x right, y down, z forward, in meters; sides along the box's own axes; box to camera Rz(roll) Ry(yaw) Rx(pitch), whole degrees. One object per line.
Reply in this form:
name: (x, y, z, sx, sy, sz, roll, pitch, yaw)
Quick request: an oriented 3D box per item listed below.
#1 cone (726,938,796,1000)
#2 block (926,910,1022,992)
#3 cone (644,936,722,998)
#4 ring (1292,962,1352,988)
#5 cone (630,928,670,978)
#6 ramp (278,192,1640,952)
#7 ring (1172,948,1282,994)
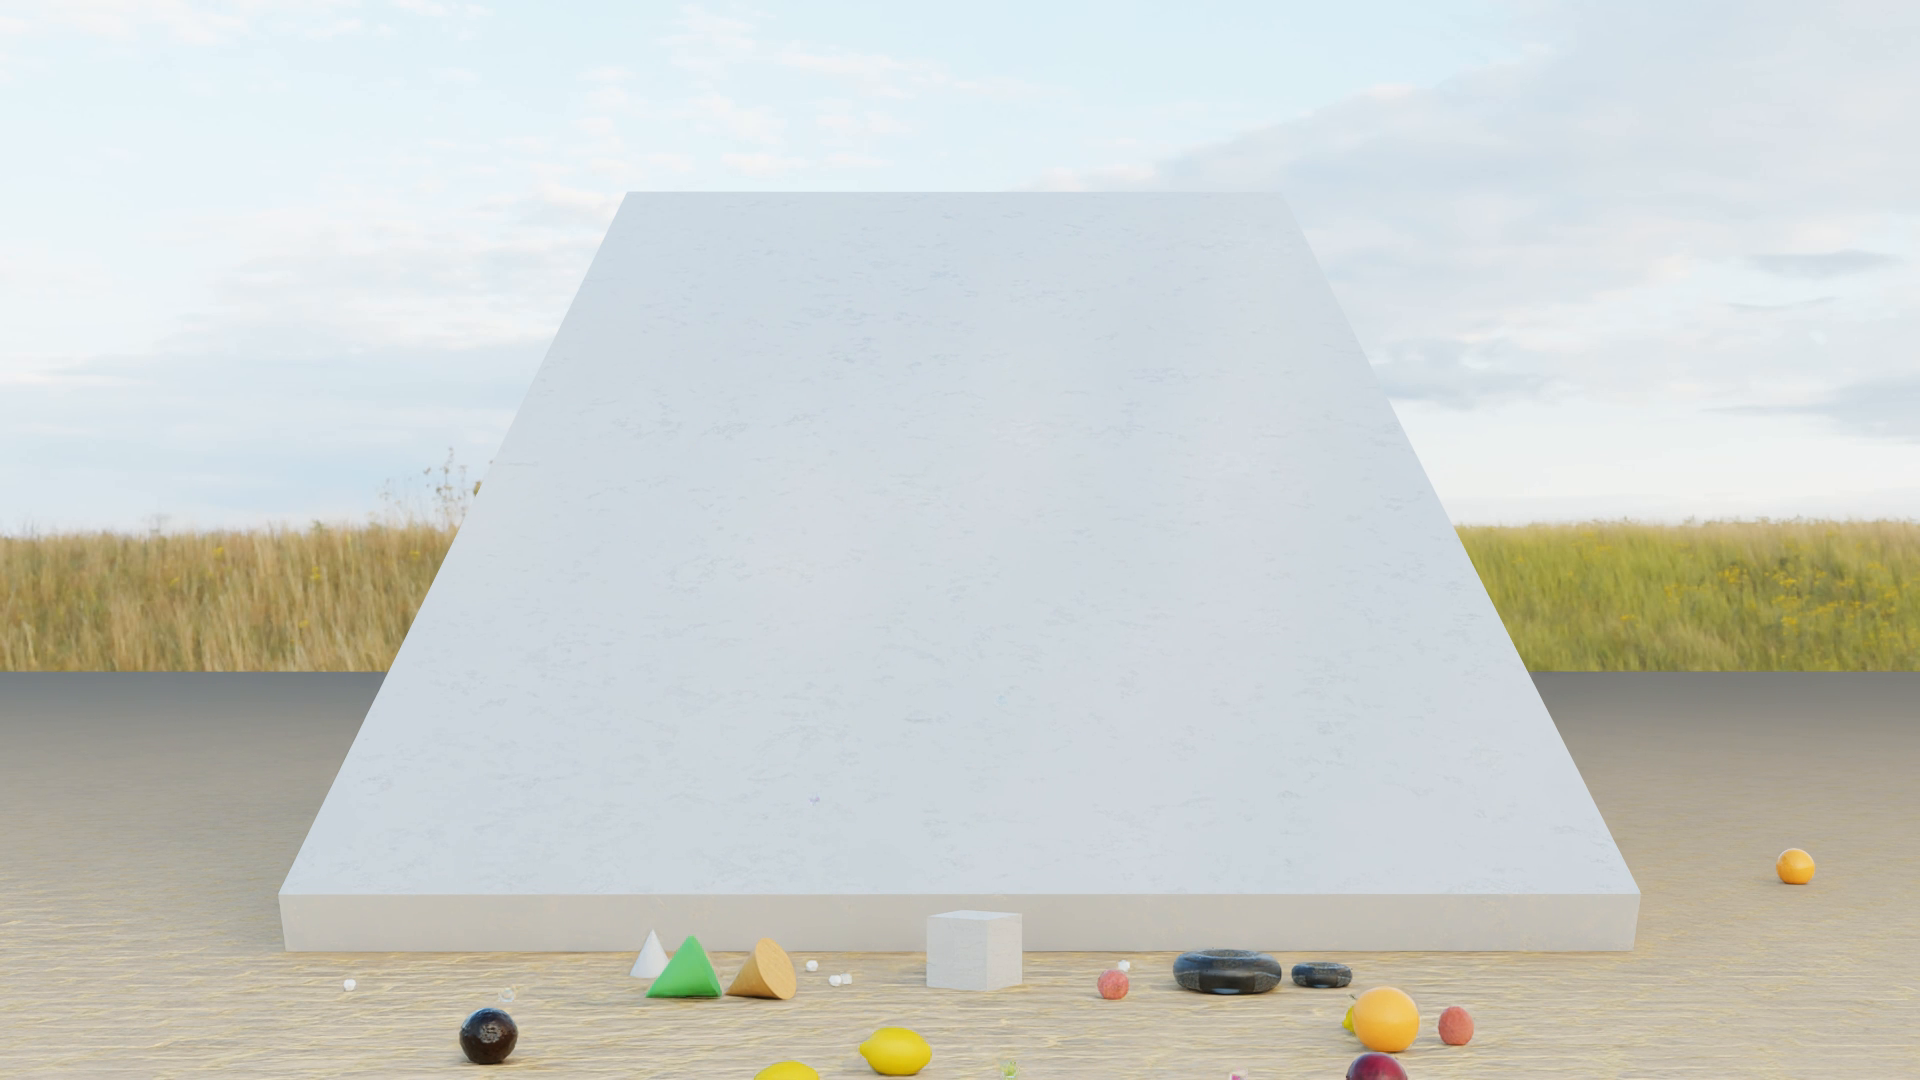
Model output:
cone: (-0.269, 0.567, 2.975, 0.084, 0.084, 0.084, -30, -14, 20)
block: (0.019, 0.546, 3.083, 0.092, 0.092, 0.092, -2, -4, 31)
cone: (-0.365, 0.566, 2.970, 0.088, 0.088, 0.088, -27, -2, -3)
ring: (0.481, 0.579, 3.082, 0.081, 0.027, 0.081, 1, -3, 0)
cone: (-0.423, 0.566, 3.185, 0.063, 0.063, 0.063, 0, -3, 0)
ramp: (-0.008, -0.226, 5.255, 2.000, 0.100, 4.000, 0, 23, 0)
ring: (0.351, 0.567, 3.042, 0.143, 0.048, 0.143, 1, -4, 0)
